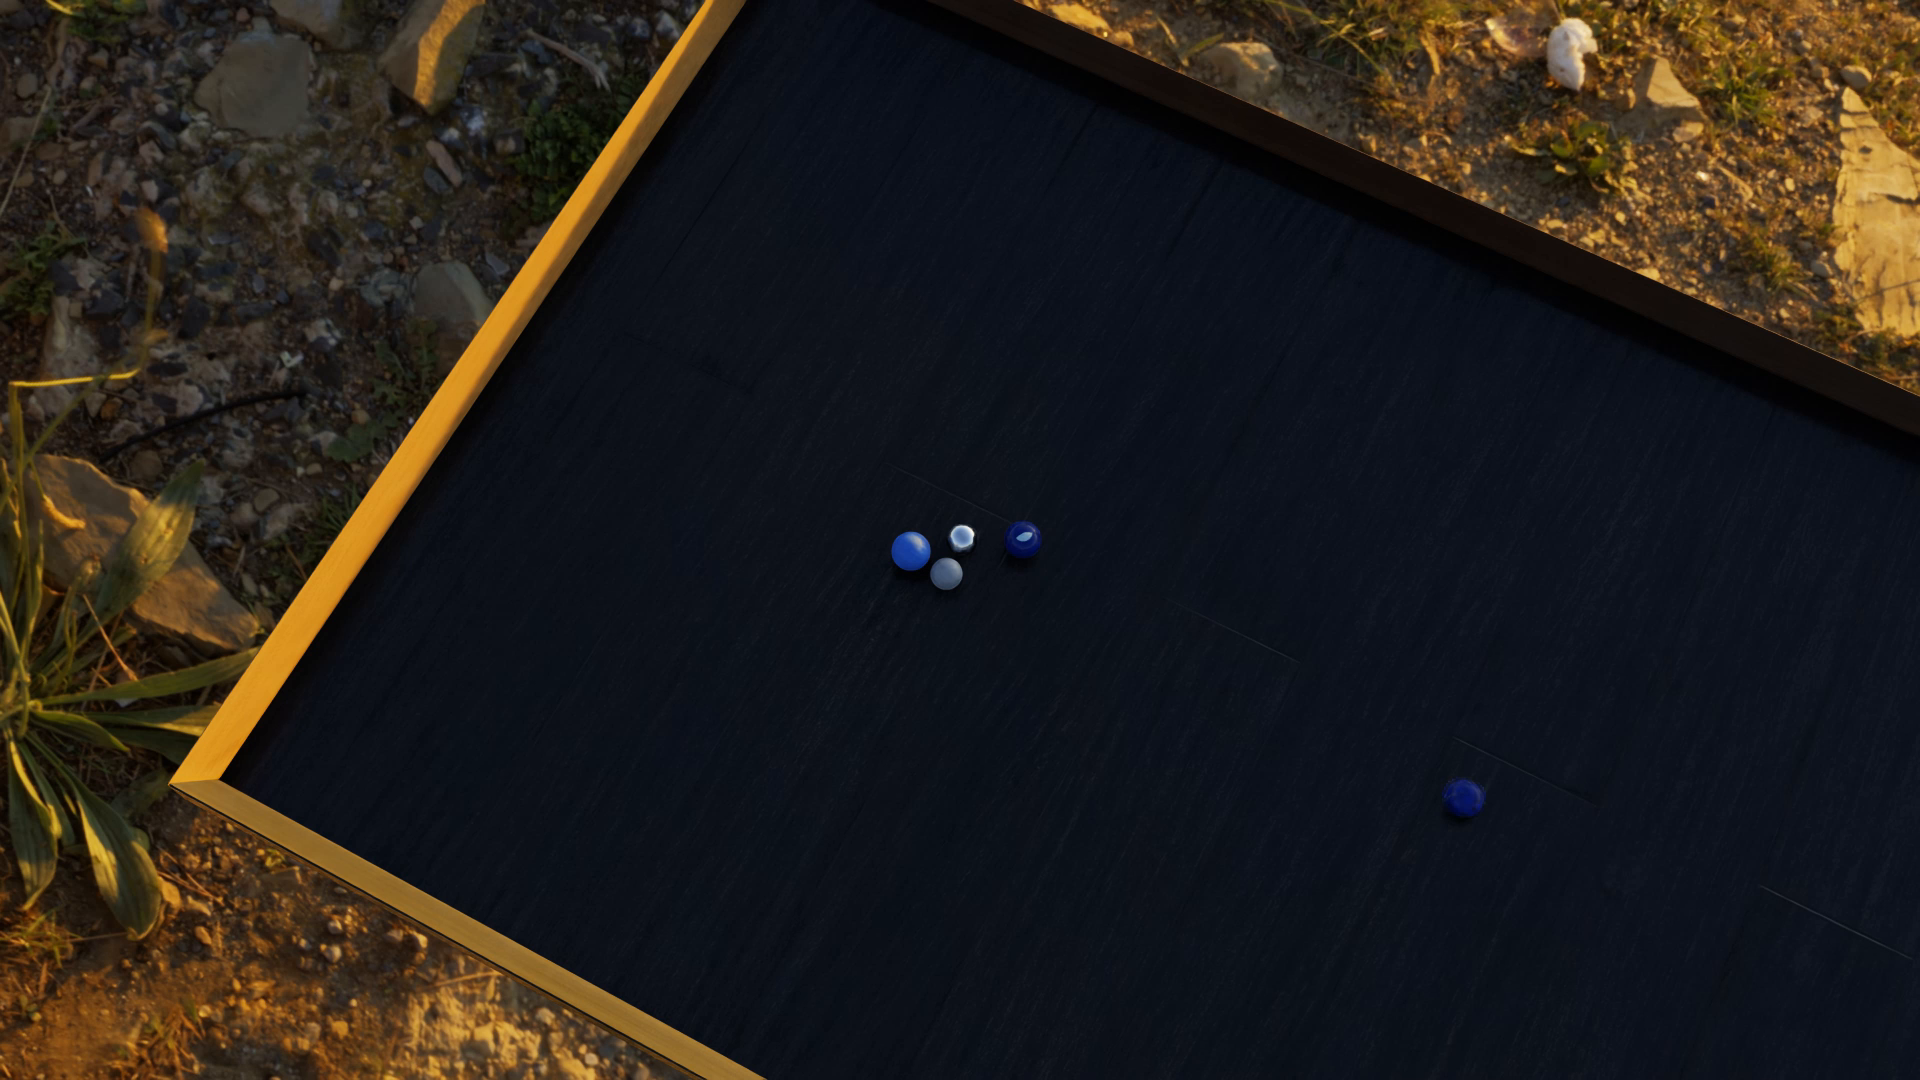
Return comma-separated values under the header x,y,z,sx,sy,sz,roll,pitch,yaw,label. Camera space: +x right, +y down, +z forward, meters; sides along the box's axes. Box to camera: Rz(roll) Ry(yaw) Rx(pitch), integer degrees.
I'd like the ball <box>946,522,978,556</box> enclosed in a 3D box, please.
x,y,z,sx,sy,sz,roll,pitch,yaw,label
0.004,-0.001,3.505,0.052,0.052,0.052,0,68,0,ball

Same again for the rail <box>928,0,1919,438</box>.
x,y,z,sx,sy,sz,roll,pitch,yaw,label
1.177,-0.372,3.639,3.425,0.082,0.045,26,70,10,rail

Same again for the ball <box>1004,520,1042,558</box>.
x,y,z,sx,sy,sz,roll,pitch,yaw,label
0.100,0.000,3.499,0.061,0.061,0.061,0,68,0,ball

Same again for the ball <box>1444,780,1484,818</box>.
x,y,z,sx,sy,sz,roll,pitch,yaw,label
0.766,0.393,3.340,0.058,0.058,0.058,0,68,0,ball

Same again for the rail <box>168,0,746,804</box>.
x,y,z,sx,sy,sz,roll,pitch,yaw,label
-0.736,-0.365,3.636,0.045,0.082,1.847,26,70,10,rail

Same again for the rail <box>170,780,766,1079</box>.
x,y,z,sx,sy,sz,roll,pitch,yaw,label
0.337,1.101,3.036,3.425,0.082,0.045,26,70,10,rail

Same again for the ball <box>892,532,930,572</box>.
x,y,z,sx,sy,sz,roll,pitch,yaw,label
-0.078,0.018,3.491,0.063,0.063,0.063,0,68,0,ball

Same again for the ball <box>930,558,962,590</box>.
x,y,z,sx,sy,sz,roll,pitch,yaw,label
-0.022,0.053,3.482,0.052,0.052,0.052,0,68,0,ball
